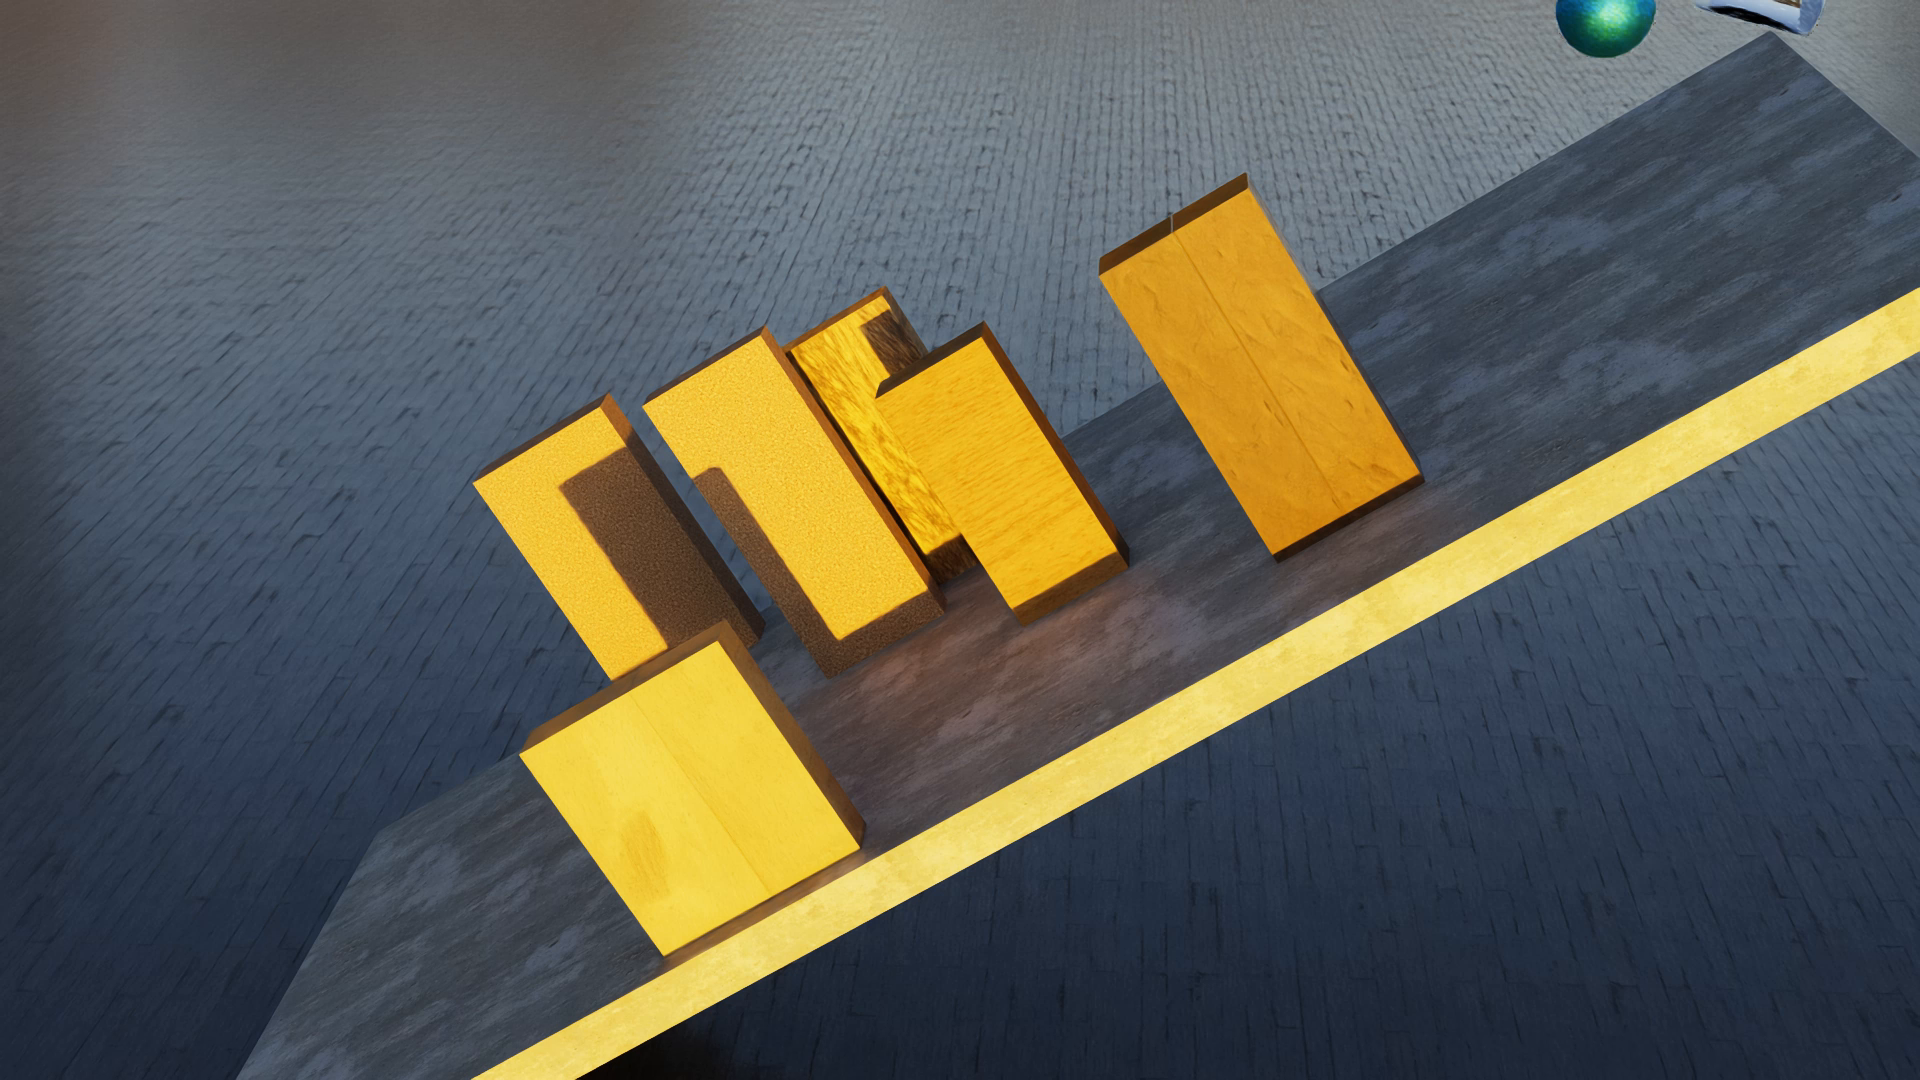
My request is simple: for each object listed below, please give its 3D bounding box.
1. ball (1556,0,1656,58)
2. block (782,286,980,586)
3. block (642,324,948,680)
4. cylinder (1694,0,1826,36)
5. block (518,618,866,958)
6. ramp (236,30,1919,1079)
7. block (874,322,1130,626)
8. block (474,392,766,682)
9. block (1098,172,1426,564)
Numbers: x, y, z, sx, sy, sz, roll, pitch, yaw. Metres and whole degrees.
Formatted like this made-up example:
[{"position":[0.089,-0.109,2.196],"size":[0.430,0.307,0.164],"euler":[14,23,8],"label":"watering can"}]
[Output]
[{"position":[1.305,-1.074,5.946],"size":[0.197,0.197,0.197],"euler":[0,20,0],"label":"ball"},{"position":[-0.148,-0.209,6.636],"size":[0.353,0.641,0.088],"euler":[-30,15,13],"label":"block"},{"position":[-0.358,-0.078,6.458],"size":[0.308,0.743,0.087],"euler":[-30,15,13],"label":"block"},{"position":[1.542,-1.091,5.618],"size":[0.207,0.207,0.207],"euler":[21,27,25],"label":"cylinder"},{"position":[-0.497,0.469,5.517],"size":[0.445,0.486,0.112],"euler":[-30,15,13],"label":"block"},{"position":[0.141,0.169,6.290],"size":[4.000,0.100,2.000],"euler":[-30,15,13],"label":"ramp"},{"position":[0.090,-0.133,6.035],"size":[0.254,0.573,0.124],"euler":[-30,15,13],"label":"block"},{"position":[-0.824,0.034,7.167],"size":[0.372,0.695,0.124],"euler":[-30,15,13],"label":"block"},{"position":[0.563,-0.317,5.481],"size":[0.315,0.651,0.135],"euler":[-30,15,13],"label":"block"}]
